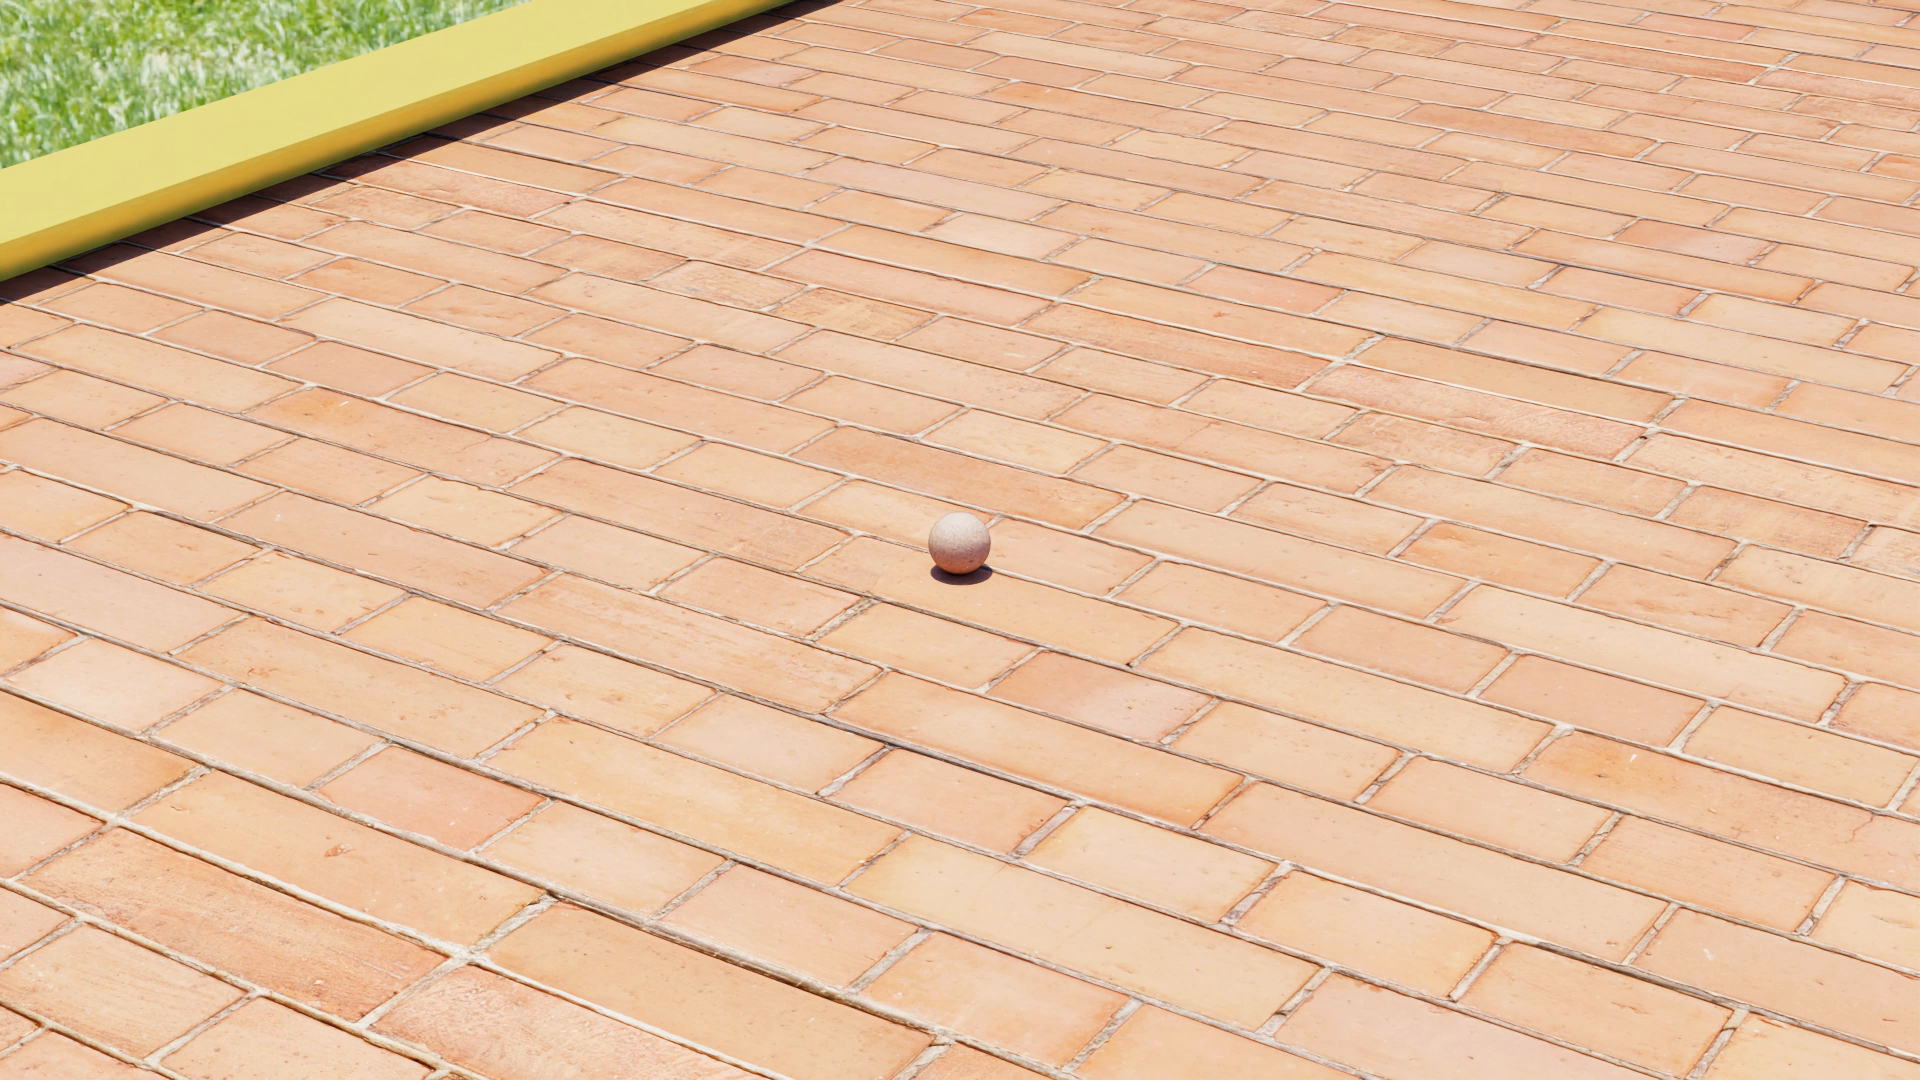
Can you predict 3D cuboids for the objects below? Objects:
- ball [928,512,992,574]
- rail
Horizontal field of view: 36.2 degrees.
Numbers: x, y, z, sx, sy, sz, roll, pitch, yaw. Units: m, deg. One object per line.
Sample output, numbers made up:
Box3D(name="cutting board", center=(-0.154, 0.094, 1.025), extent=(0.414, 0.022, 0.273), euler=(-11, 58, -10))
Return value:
Box3D(name="ball", center=(0.000, 0.002, 1.898), extent=(0.041, 0.041, 0.041), euler=(0, 24, 0))
Box3D(name="rail", center=(-0.347, -0.521, 2.986), extent=(0.045, 0.090, 3.307), euler=(15, 28, 30))
